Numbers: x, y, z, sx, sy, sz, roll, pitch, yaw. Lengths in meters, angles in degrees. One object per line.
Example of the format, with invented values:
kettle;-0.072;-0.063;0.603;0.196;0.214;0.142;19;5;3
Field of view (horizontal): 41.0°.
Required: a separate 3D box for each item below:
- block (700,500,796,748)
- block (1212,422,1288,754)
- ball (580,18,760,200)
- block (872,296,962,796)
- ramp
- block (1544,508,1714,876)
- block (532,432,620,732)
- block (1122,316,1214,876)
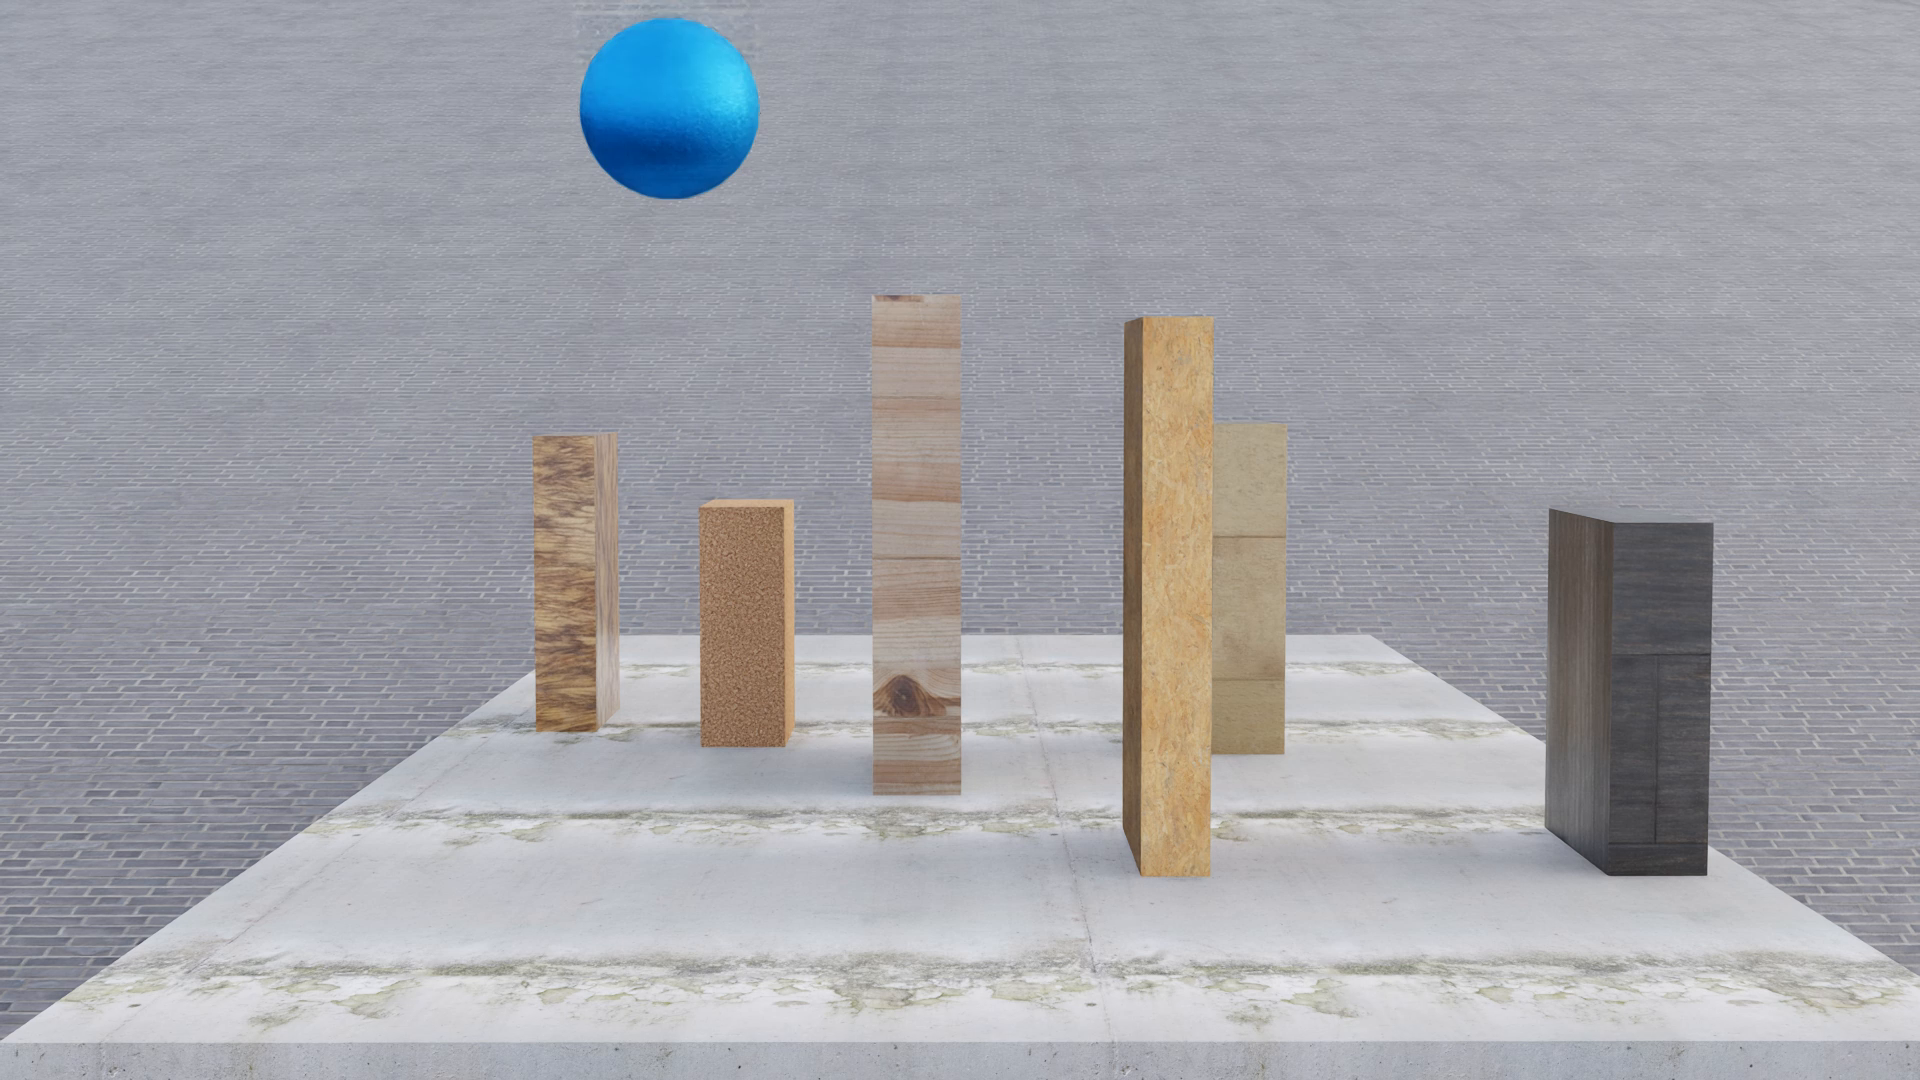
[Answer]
block;-0.386;0.146;4.686;0.150;0.427;0.284;0;4;0
block;0.501;0.077;4.598;0.127;0.574;0.303;0;4;0
ball;-0.294;-0.436;2.599;0.181;0.181;0.181;0;20;0
block;-0.068;-0.003;4.218;0.138;0.782;0.426;0;4;0
ramp;0.046;0.419;4.535;2.000;0.100;4.000;0;4;0
block;0.917;0.198;3.544;0.130;0.465;0.366;0;4;0
block;-0.730;0.071;4.905;0.112;0.547;0.333;0;4;0
block;0.283;0.065;3.537;0.091;0.733;0.376;0;4;0
